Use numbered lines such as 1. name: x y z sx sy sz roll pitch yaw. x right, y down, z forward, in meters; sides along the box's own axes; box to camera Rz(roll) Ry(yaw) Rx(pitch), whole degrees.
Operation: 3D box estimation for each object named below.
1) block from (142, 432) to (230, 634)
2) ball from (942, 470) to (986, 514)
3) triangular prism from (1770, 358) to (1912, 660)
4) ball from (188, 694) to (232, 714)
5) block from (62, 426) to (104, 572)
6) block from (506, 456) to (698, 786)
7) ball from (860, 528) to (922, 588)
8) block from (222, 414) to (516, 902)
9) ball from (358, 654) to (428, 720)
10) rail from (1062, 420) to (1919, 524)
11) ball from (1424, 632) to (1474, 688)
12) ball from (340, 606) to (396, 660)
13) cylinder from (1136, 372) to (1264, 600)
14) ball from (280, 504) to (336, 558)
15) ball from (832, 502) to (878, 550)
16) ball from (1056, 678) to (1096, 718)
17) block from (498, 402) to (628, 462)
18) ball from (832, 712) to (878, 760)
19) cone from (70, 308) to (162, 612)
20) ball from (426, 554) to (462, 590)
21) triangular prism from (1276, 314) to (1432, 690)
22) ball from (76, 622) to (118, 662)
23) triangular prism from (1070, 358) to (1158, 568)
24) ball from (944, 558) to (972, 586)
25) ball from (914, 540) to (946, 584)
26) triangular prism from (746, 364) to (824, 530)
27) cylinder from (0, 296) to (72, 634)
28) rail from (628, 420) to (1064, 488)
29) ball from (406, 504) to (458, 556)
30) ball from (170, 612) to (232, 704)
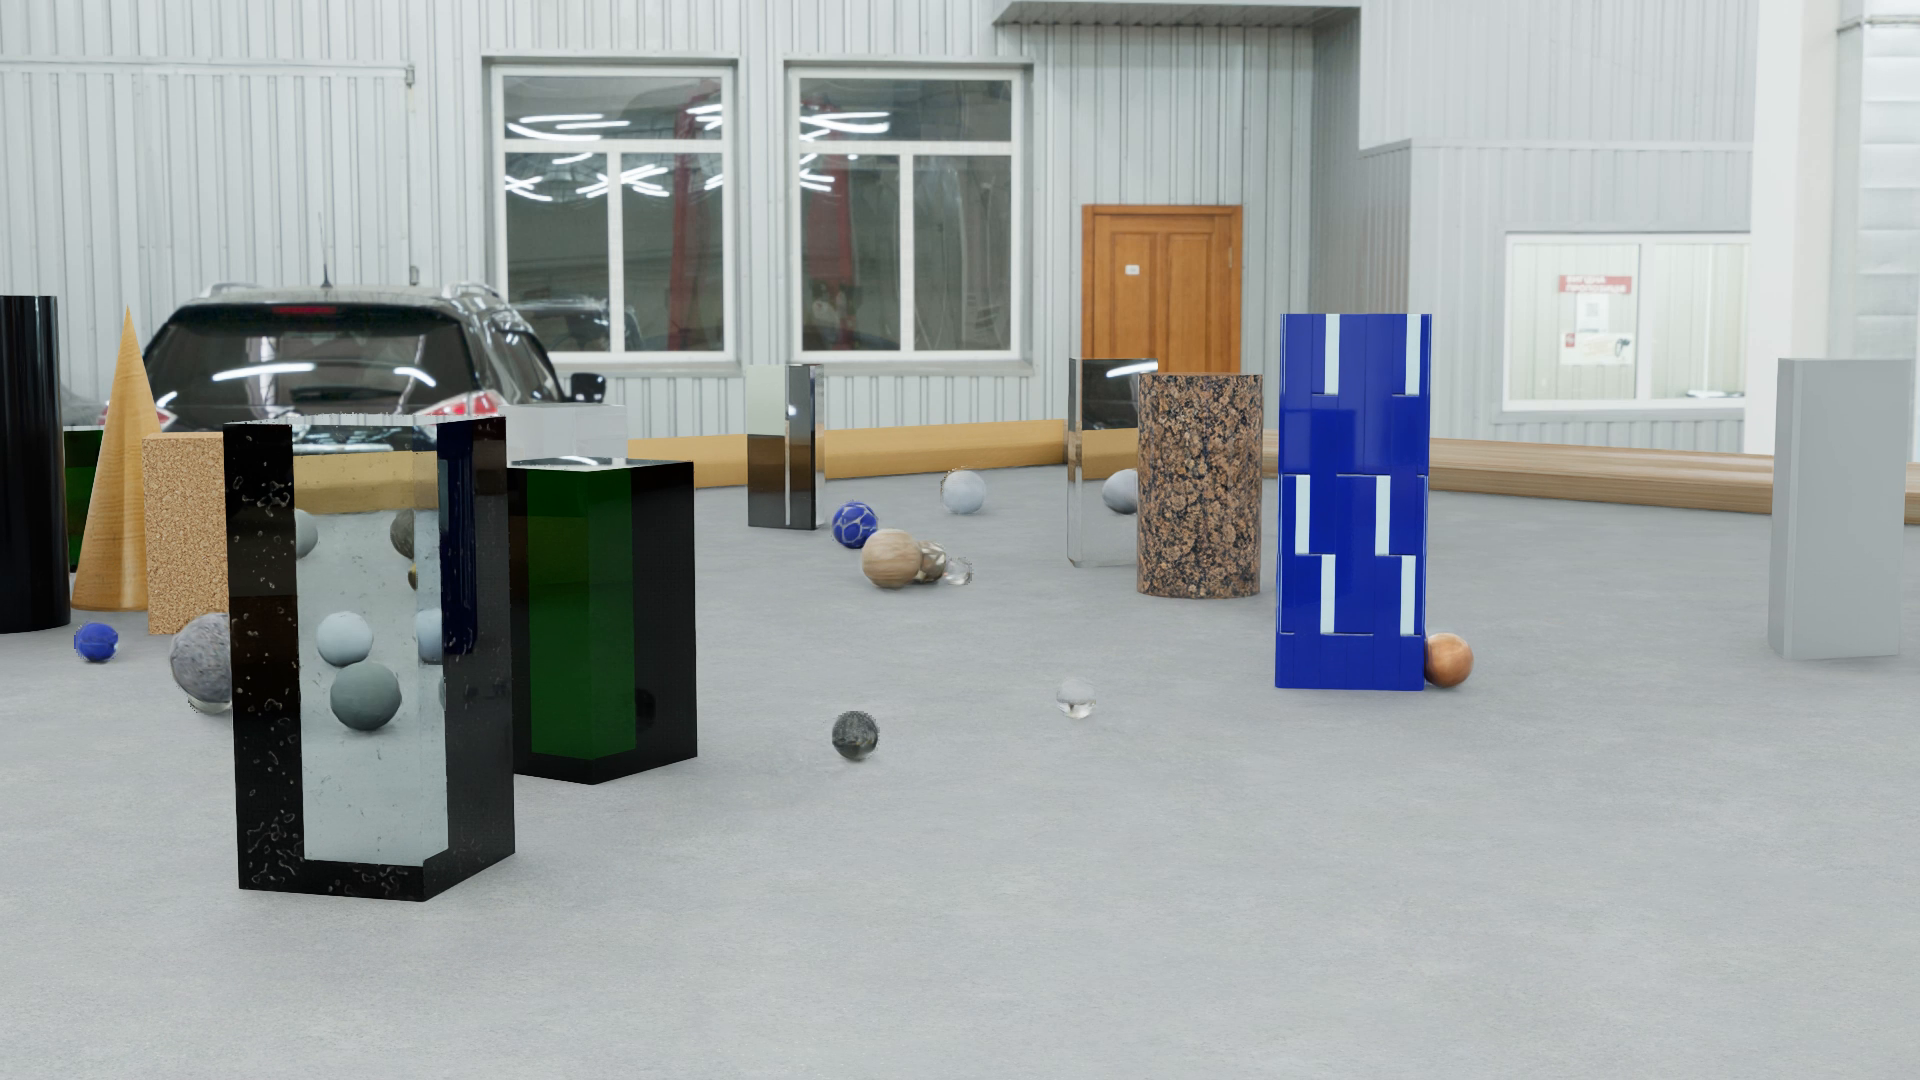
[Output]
1. block: -1.060 -0.014 3.106 0.157 0.270 0.157 -2 6 -15
2. ball: 0.008 -0.104 4.793 0.098 0.098 0.098 0 6 0
3. triangular prism: 1.115 -0.046 2.881 0.170 0.381 0.147 -2 6 -17
4. ball: -0.827 0.168 2.432 0.049 0.049 0.049 0 6 0
5. block: -1.489 -0.076 3.839 0.157 0.241 0.157 -4 7 -31
6. block: -0.371 0.072 2.158 0.157 0.296 0.157 4 7 32
7. ball: -0.110 0.029 3.519 0.098 0.098 0.098 0 6 0
8. block: -0.461 0.085 1.734 0.157 0.359 0.157 2 6 14
9. ball: -0.617 0.160 2.392 0.073 0.073 0.073 0 6 0
10. rail: 1.688 -0.129 4.881 0.045 0.127 4.143 -5 8 -42
11. ball: 0.574 0.142 2.599 0.065 0.065 0.065 0 6 0
12. ball: -0.756 0.118 2.806 0.070 0.070 0.070 0 6 0
13. cylinder: 0.379 -0.090 3.477 0.196 0.345 0.196 0 6 0
14. ball: -1.178 -0.017 3.971 0.096 0.096 0.096 0 6 0
15. ball: -0.196 -0.027 4.107 0.089 0.089 0.089 0 6 0
16. ball: 0.127 0.173 2.403 0.044 0.044 0.044 0 6 0
17. block: -0.667 -0.084 3.698 0.157 0.286 0.157 -5 8 -39
18. ball: -0.104 0.195 2.184 0.046 0.046 0.046 0 6 0
19. cone: -1.251 -0.129 3.329 0.196 0.454 0.196 0 6 0
20. ball: -0.824 0.052 3.506 0.056 0.056 0.056 0 6 0
21. triangular prism: 0.468 -0.051 2.641 0.170 0.440 0.147 1 6 7
22. ball: -1.096 0.129 2.796 0.050 0.050 0.050 0 6 0
23. triangular prism: 0.237 -0.142 3.899 0.170 0.360 0.147 -4 7 -32
24. ball: -0.004 0.052 3.566 0.044 0.044 0.044 0 6 0
25. ball: -0.057 0.035 3.593 0.071 0.071 0.071 0 6 0
26. triangular prism: -0.327 -0.196 4.543 0.170 0.333 0.147 4 7 33
27. cylinder: -1.366 -0.110 3.094 0.196 0.464 0.196 0 6 0
28. rail: -1.389 -0.123 4.829 4.640 0.127 0.045 -5 8 -42
29. ball: -0.960 -0.018 3.995 0.093 0.093 0.093 0 6 0
30. ball: -0.792 0.126 2.350 0.097 0.097 0.097 0 6 0
